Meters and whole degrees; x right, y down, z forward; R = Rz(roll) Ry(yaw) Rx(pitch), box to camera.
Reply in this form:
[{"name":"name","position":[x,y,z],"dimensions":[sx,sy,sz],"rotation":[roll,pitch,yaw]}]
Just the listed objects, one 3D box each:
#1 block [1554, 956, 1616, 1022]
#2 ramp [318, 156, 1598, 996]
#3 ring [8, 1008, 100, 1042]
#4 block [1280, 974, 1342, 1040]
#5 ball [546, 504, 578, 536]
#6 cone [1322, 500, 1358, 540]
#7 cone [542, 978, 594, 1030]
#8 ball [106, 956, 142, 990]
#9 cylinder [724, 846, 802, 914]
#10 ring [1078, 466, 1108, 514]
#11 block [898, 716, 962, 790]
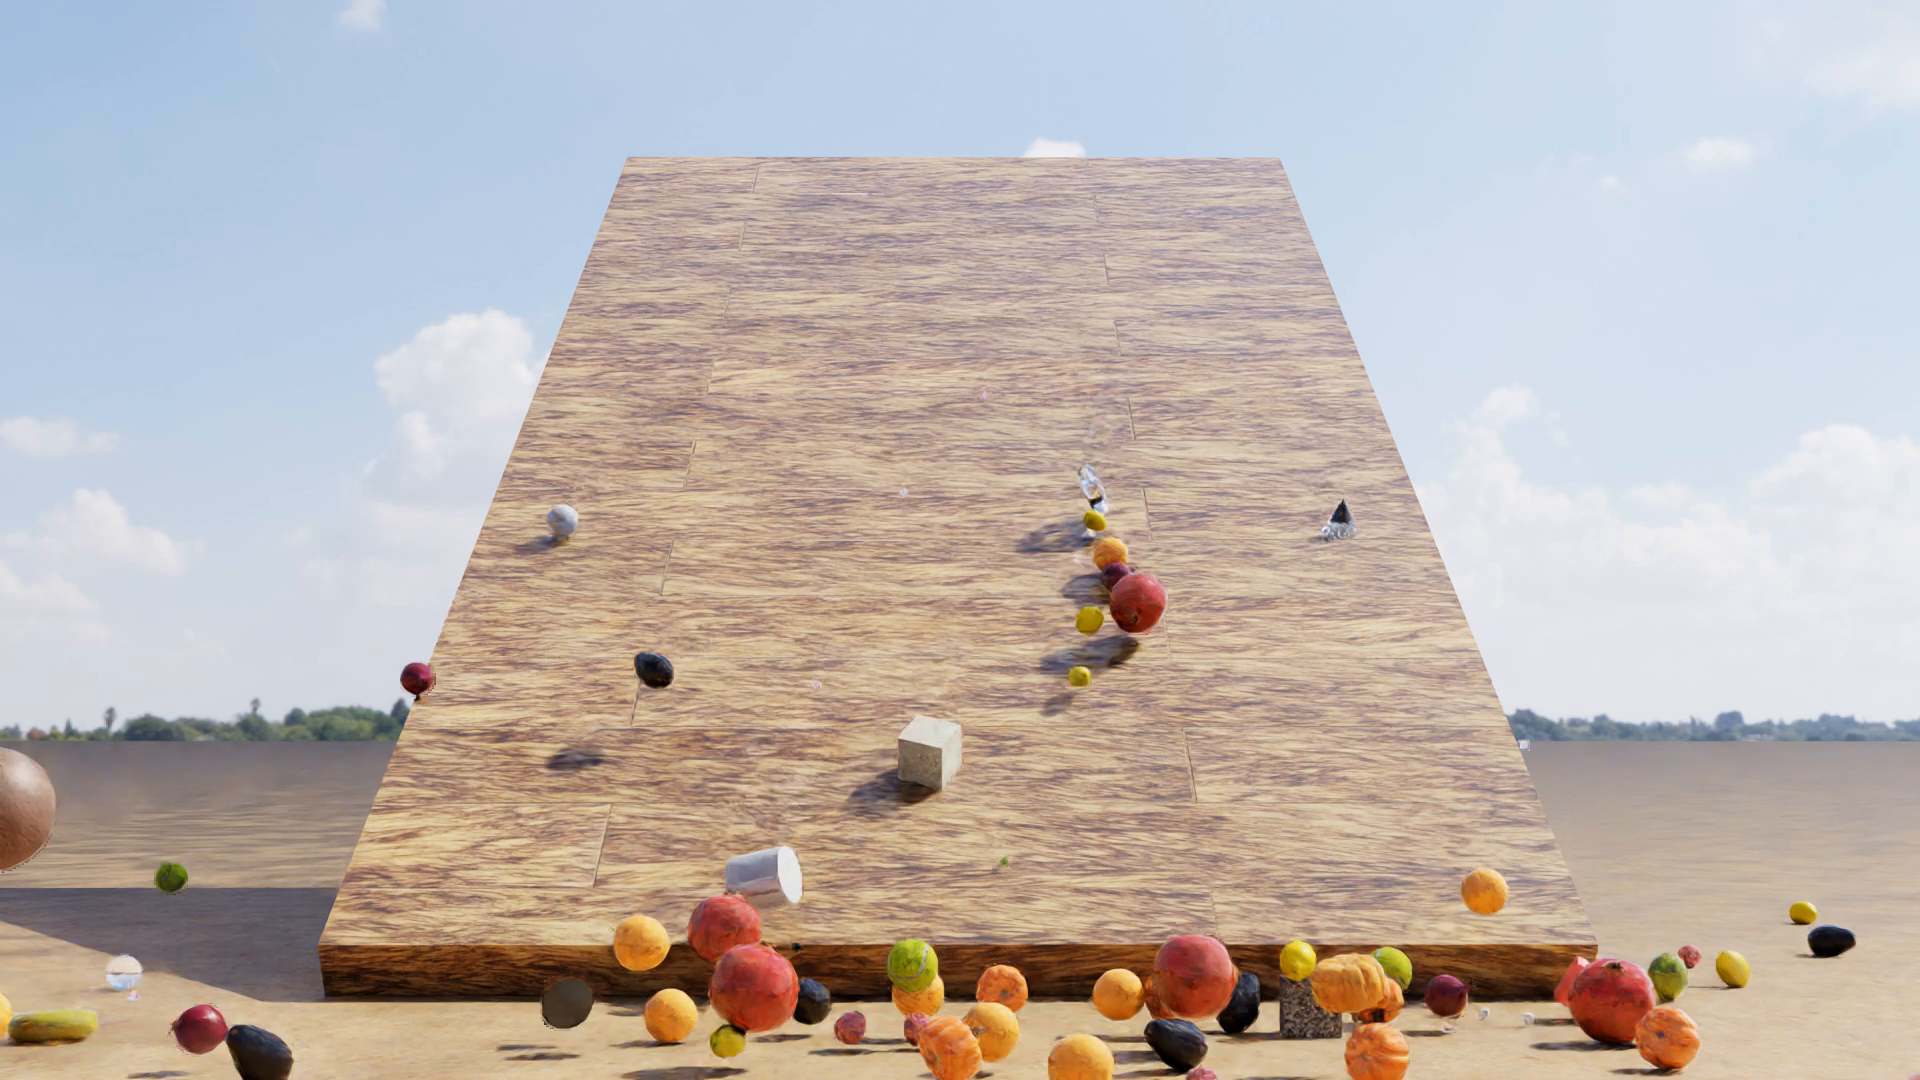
[{"name":"block","position":[0.904,0.649,3.430],"dimensions":[0.062,0.062,0.062],"rotation":[32,9,13]},{"name":"ramp","position":[-0.010,-0.227,5.506],"dimensions":[2.000,0.100,4.000],"rotation":[0,27,0]},{"name":"ring","position":[-1.226,0.655,3.202],"dimensions":[0.117,0.039,0.117],"rotation":[-4,-8,-1]},{"name":"block","position":[0.483,0.643,3.265],"dimensions":[0.079,0.079,0.079],"rotation":[0,-5,4]},{"name":"ball","position":[-0.830,-0.040,4.948],"dimensions":[0.067,0.067,0.067],"rotation":[0,-5,0]},{"name":"cone","position":[0.802,-0.053,4.972],"dimensions":[0.076,0.076,0.076],"rotation":[0,27,0]},{"name":"cone","position":[-0.534,0.609,3.171],"dimensions":[0.071,0.071,0.071],"rotation":[2,9,-24]},{"name":"ball","position":[-1.355,0.701,3.838],"dimensions":[0.056,0.056,0.056],"rotation":[0,-5,0]},{"name":"cylinder","position":[-0.307,0.532,3.707],"dimensions":[0.090,0.090,0.090],"rotation":[-15,-9,17]},{"name":"ring","position":[0.282,-0.106,5.005],"dimensions":[0.037,0.111,0.111],"rotation":[-23,-8,6]},{"name":"block","position":[-0.053,0.369,4.126],"dimensions":[0.084,0.084,0.084],"rotation":[11,29,21]}]
